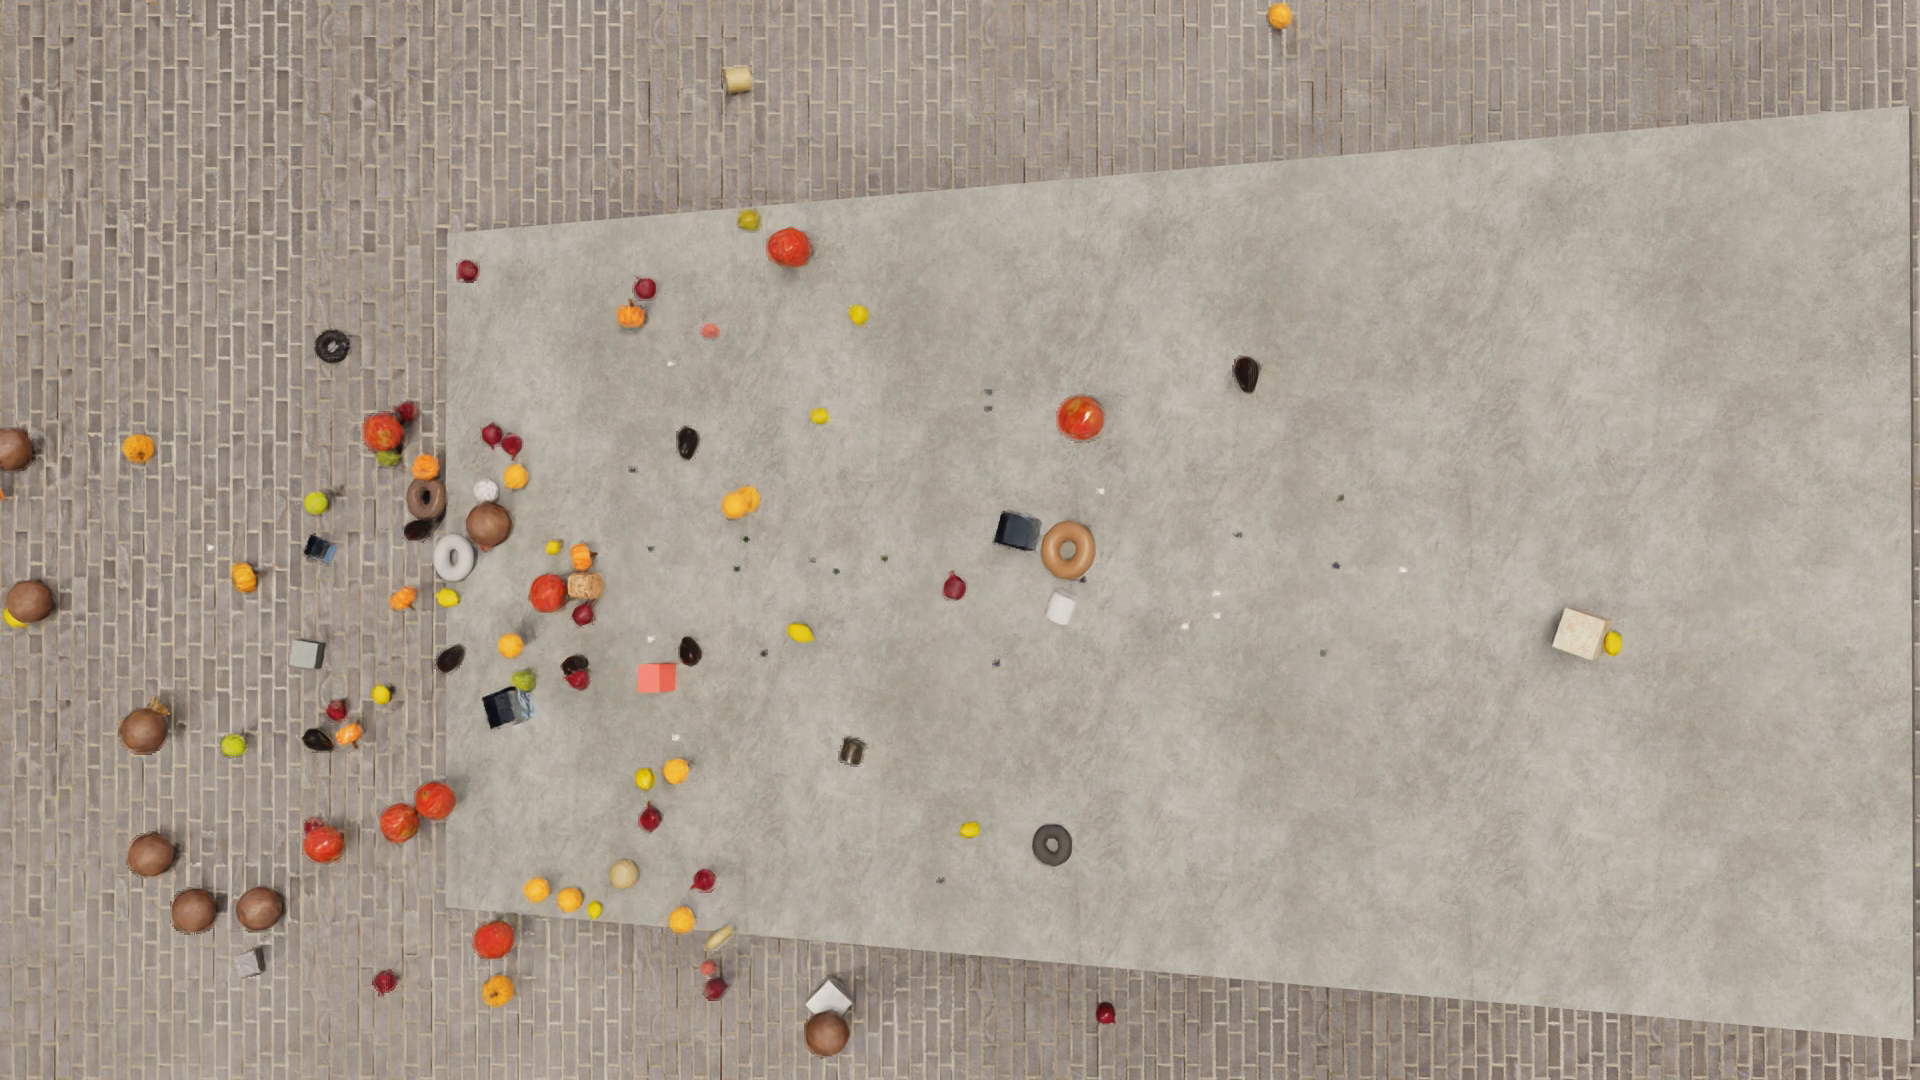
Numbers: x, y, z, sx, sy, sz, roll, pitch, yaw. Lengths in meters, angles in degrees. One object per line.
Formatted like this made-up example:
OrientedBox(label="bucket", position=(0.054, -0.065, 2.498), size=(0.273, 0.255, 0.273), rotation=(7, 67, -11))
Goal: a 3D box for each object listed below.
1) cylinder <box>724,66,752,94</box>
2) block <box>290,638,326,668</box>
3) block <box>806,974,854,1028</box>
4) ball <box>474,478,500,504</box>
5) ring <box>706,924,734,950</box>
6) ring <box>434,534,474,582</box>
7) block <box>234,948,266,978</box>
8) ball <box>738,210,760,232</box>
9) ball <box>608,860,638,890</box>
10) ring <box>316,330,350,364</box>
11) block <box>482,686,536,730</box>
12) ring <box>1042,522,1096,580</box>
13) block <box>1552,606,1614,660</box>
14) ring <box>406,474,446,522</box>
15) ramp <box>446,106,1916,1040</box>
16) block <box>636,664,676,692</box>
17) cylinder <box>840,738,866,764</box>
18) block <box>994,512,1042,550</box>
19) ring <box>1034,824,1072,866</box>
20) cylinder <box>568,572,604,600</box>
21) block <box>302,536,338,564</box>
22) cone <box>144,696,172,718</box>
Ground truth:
OrientedBox(label="cylinder", position=(-0.664, -1.378, 6.588), size=(0.073, 0.073, 0.073), rotation=(-12, 89, -9))
OrientedBox(label="block", position=(-1.952, 0.340, 6.577), size=(0.076, 0.076, 0.076), rotation=(9, 89, 0))
OrientedBox(label="block", position=(-0.387, 1.373, 6.554), size=(0.099, 0.099, 0.099), rotation=(44, 90, 0))
OrientedBox(label="ball", position=(-1.382, -0.142, 6.418), size=(0.072, 0.072, 0.072), rotation=(0, 89, 0))
OrientedBox(label="ring", position=(-0.653, 1.079, 5.975), size=(0.090, 0.090, 0.030), rotation=(-37, 85, 0))
OrientedBox(label="ring", position=(-1.493, 0.051, 6.486), size=(0.144, 0.048, 0.144), rotation=(0, 89, 29))
OrientedBox(label="block", position=(-2.122, 1.263, 6.573), size=(0.064, 0.064, 0.064), rotation=(-15, 89, 0))
OrientedBox(label="ball", position=(-0.578, -0.874, 6.022), size=(0.059, 0.059, 0.059), rotation=(0, 89, 0))
OrientedBox(label="ball", position=(-0.945, 0.940, 6.176), size=(0.084, 0.084, 0.084), rotation=(0, 89, 0))
OrientedBox(label="ring", position=(-1.887, -0.581, 6.608), size=(0.102, 0.034, 0.102), rotation=(0, 88, 0))
OrientedBox(label="block", position=(-1.303, 0.484, 6.358), size=(0.095, 0.095, 0.095), rotation=(-22, 80, 25))
OrientedBox(label="ring", position=(0.274, 0.026, 5.580), size=(0.150, 0.050, 0.150), rotation=(-2, 86, 29))
OrientedBox(label="block", position=(1.409, 0.211, 4.975), size=(0.093, 0.093, 0.093), rotation=(21, 99, 26))
OrientedBox(label="ring", position=(-1.586, -0.125, 6.538), size=(0.141, 0.047, 0.141), rotation=(-1, 87, 28))
OrientedBox(label="ramp", position=(0.278, 0.079, 5.663), size=(4.000, 0.100, 2.000), rotation=(0, 89, 27))
OrientedBox(label="block", position=(-0.848, 0.384, 6.137), size=(0.075, 0.075, 0.075), rotation=(-2, 88, 27))
OrientedBox(label="cylinder", position=(-0.286, 0.561, 5.856), size=(0.057, 0.057, 0.057), rotation=(16, 93, 0))
OrientedBox(label="block", position=(0.150, -0.024, 5.628), size=(0.081, 0.081, 0.081), rotation=(17, 97, 26))
OrientedBox(label="ring", position=(0.236, 0.777, 5.602), size=(0.108, 0.036, 0.108), rotation=(0, 89, 26))
OrientedBox(label="cylinder", position=(-1.063, 0.129, 6.246), size=(0.074, 0.074, 0.074), rotation=(2, 89, 27))
OrientedBox(label="block", position=(-1.914, 0.029, 6.579), size=(0.061, 0.061, 0.061), rotation=(23, 86, 19))
OrientedBox(label="cone", position=(-2.398, 0.513, 6.597), size=(0.070, 0.070, 0.070), rotation=(27, 89, -27))
